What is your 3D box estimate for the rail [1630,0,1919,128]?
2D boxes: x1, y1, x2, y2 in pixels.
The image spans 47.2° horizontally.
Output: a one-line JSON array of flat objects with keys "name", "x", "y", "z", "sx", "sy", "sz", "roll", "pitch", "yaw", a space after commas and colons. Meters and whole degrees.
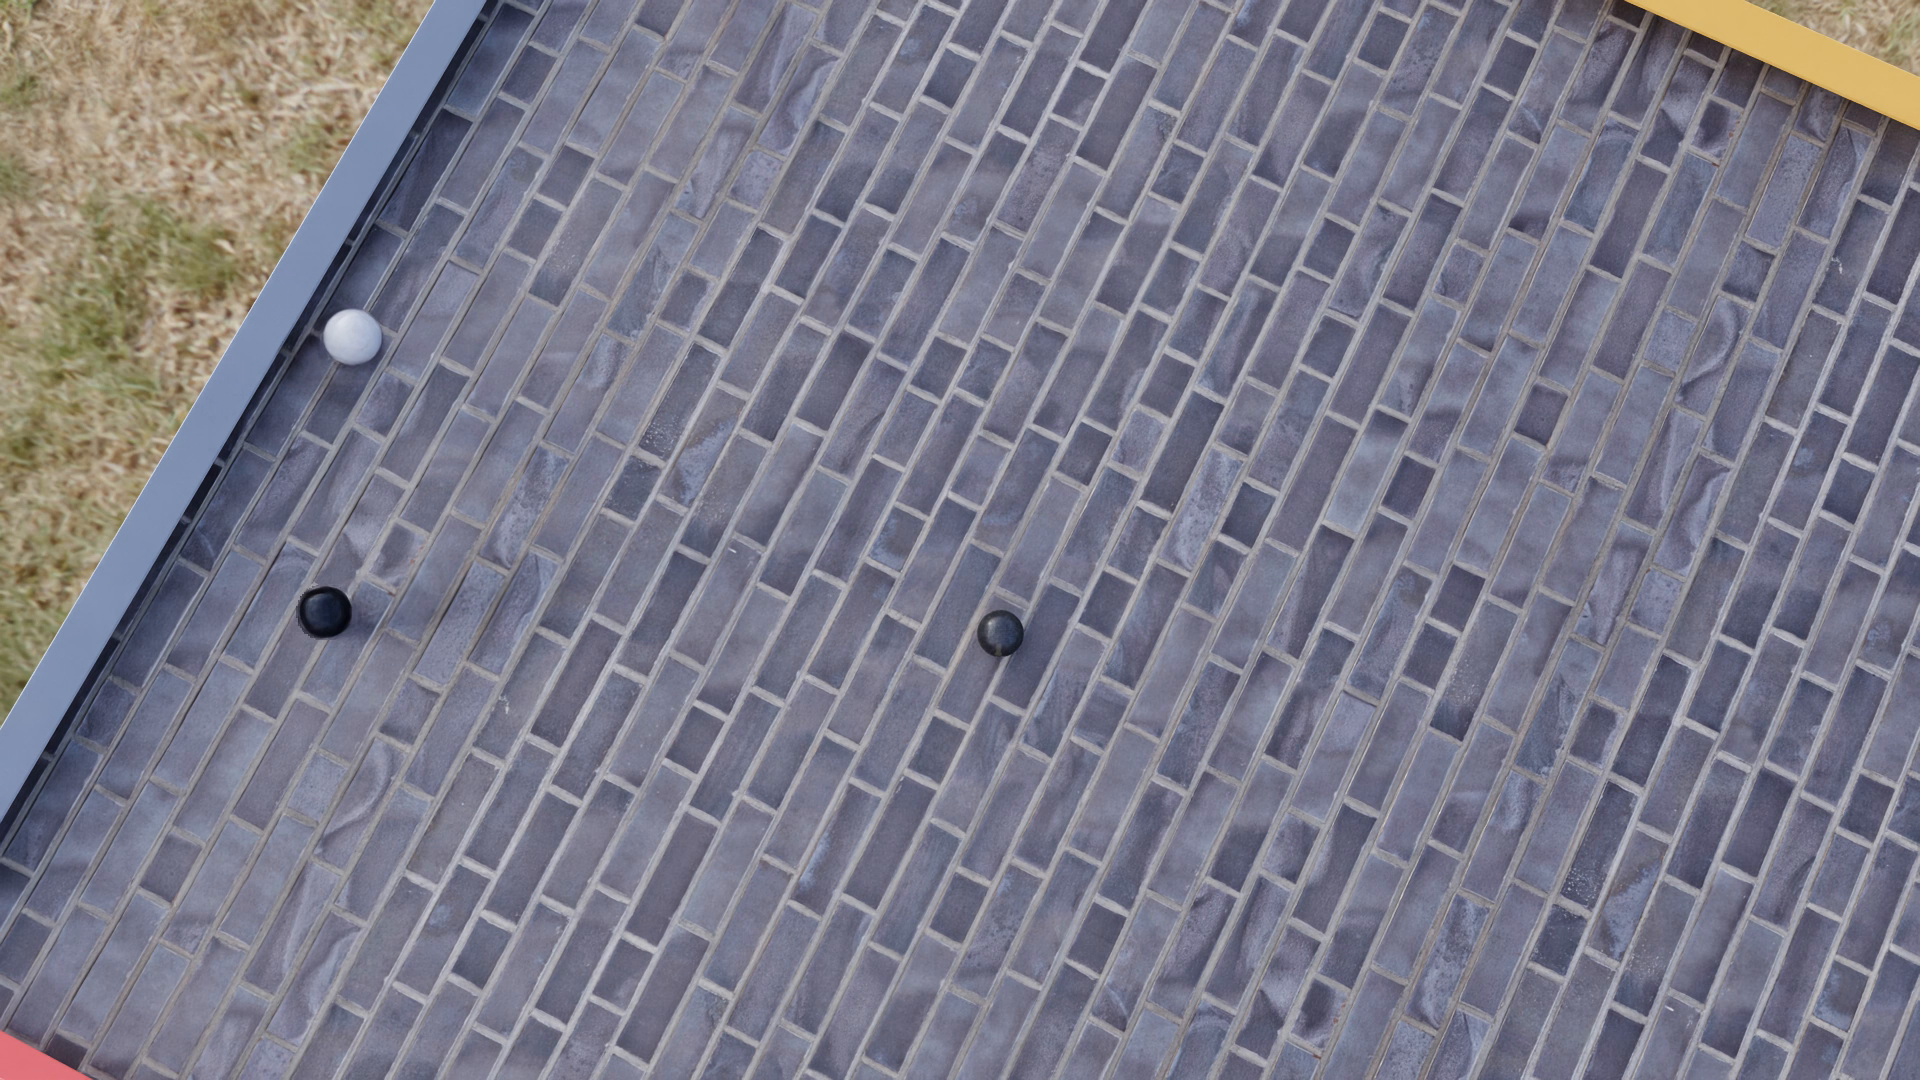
[{"name": "rail", "x": 1.559, "y": -0.639, "z": 3.439, "sx": 4.433, "sy": 0.119, "sz": 0.045, "roll": 26, "pitch": 78, "yaw": 6}]

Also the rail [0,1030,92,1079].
[{"name": "rail", "x": 0.427, "y": 1.588, "z": 2.926, "sx": 4.433, "sy": 0.119, "sz": 0.045, "roll": 26, "pitch": 78, "yaw": 6}]

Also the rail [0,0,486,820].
[{"name": "rail", "x": -0.972, "y": -0.474, "z": 3.401, "sx": 0.045, "sy": 0.119, "sz": 2.598, "roll": 26, "pitch": 78, "yaw": 6}]

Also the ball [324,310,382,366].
[{"name": "ball", "x": -0.935, "y": -0.312, "z": 3.382, "sx": 0.086, "sy": 0.086, "sz": 0.086, "roll": 0, "pitch": 77, "yaw": 0}]

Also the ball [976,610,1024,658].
[{"name": "ball", "x": 0.060, "y": 0.140, "z": 3.286, "sx": 0.071, "sy": 0.071, "sz": 0.071, "roll": 0, "pitch": 77, "yaw": 0}]

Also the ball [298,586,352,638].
[{"name": "ball", "x": -0.949, "y": 0.108, "z": 3.290, "sx": 0.078, "sy": 0.078, "sz": 0.078, "roll": 0, "pitch": 77, "yaw": 0}]
